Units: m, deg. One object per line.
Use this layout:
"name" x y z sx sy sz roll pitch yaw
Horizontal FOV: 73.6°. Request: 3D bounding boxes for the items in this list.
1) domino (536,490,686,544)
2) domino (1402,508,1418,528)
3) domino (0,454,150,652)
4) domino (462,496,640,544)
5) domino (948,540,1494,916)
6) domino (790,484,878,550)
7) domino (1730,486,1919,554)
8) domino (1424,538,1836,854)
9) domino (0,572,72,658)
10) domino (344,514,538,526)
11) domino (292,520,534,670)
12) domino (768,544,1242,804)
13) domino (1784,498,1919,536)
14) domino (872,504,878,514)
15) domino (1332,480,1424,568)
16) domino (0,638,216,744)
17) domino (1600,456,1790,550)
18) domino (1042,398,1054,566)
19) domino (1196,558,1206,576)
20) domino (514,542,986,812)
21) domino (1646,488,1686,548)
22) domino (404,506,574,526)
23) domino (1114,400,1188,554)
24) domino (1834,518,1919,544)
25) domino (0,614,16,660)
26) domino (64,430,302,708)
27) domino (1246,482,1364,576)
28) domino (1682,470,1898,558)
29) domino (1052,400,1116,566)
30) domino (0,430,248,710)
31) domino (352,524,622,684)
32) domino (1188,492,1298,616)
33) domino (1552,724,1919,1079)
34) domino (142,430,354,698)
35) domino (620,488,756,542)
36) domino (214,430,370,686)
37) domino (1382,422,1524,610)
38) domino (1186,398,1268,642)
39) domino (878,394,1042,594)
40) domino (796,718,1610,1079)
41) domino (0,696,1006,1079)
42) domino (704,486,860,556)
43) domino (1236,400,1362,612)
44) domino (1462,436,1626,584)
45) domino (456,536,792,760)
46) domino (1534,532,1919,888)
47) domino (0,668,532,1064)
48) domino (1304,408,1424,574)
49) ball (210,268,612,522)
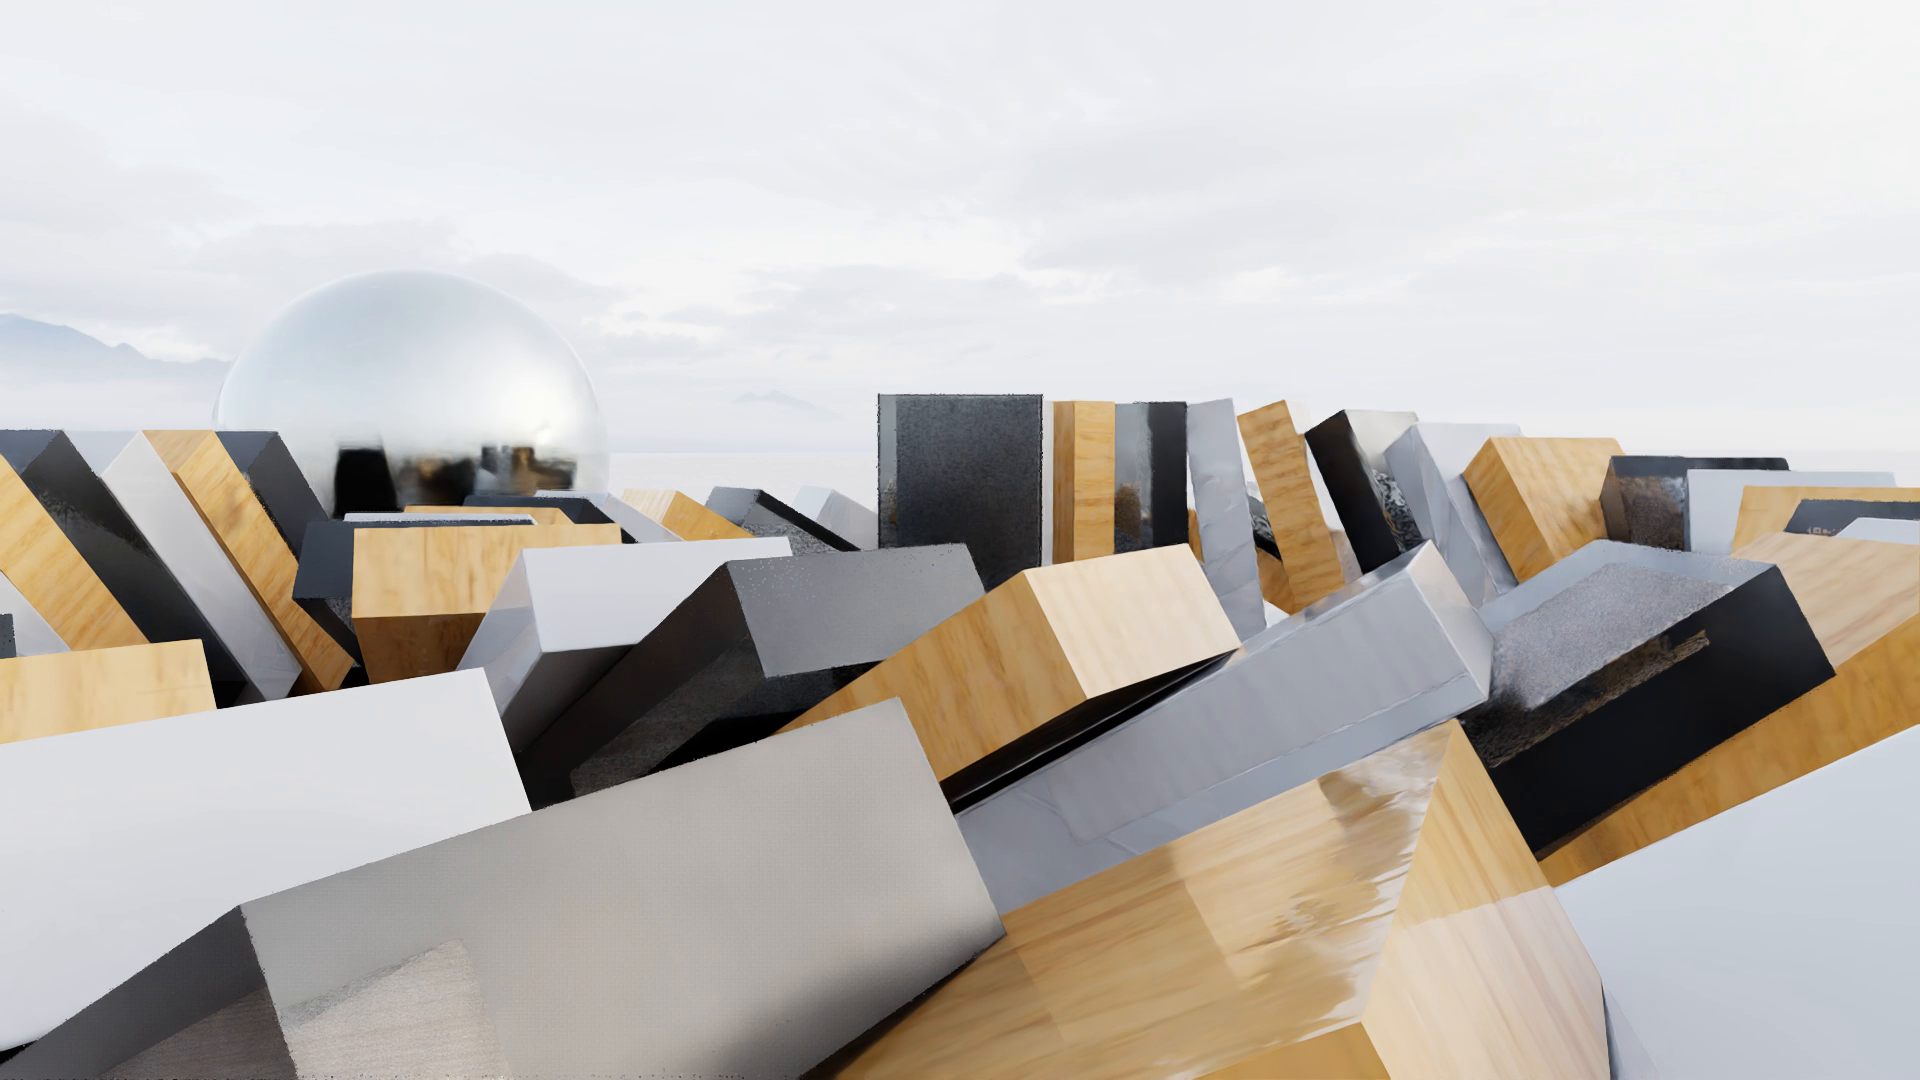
"domino" -0.059 0.007 0.252 0.025 0.010 0.050 3 -25 42
"domino" 0.127 0.004 0.288 0.025 0.010 0.050 -3 35 -36
"domino" -0.125 0.008 0.165 0.025 0.050 0.009 1 45 7
"domino" -0.064 0.008 0.230 0.025 0.010 0.050 2 -26 23
"domino" 0.016 0.018 0.102 0.050 0.010 0.025 -33 -9 22
"domino" -0.014 0.004 0.296 0.050 0.010 0.025 30 -7 -21
"domino" 0.104 0.013 0.152 0.025 0.010 0.050 3 41 37
"domino" 0.040 0.018 0.106 0.050 0.009 0.025 -31 4 1
"domino" -0.127 0.009 0.153 0.025 0.050 0.009 -1 44 8
"domino" -0.067 0.012 0.188 0.025 0.010 0.050 0 -26 5
"domino" -0.063 0.013 0.167 0.025 0.009 0.050 -1 -26 -4
"domino" -0.004 0.017 0.108 0.050 0.010 0.025 -35 -16 32
"domino" 0.094 0.015 0.134 0.050 0.009 0.025 -43 28 -28
"domino" 0.004 0.003 0.306 0.050 0.010 0.025 31 -3 -13
"domino" 0.107 0.003 0.298 0.050 0.010 0.025 37 23 27
"domino" -0.061 0.021 0.070 0.025 0.010 0.050 -5 -23 -47
"domino" 0.113 0.008 0.190 0.025 0.009 0.050 1 46 13
"domino" 0.003 0.001 0.221 0.025 0.050 0.009 2 5 21
"domino" 0.047 0.002 0.314 0.050 0.009 0.025 31 10 9
"domino" -0.022 0.017 0.118 0.025 0.010 0.050 -4 -25 -44
"domino" 0.153 0.007 0.256 0.025 0.010 0.050 -2 34 -22
"domino" -0.066 0.010 0.208 0.025 0.009 0.050 1 -26 12
"domino" 0.034 -0.001 0.246 0.009 0.050 0.025 -3 5 -16
"domino" 0.079 0.016 0.117 0.050 0.010 0.025 -34 13 -12
"domino" -0.078 0.020 0.083 0.025 0.010 0.050 -4 -23 -40
"domino" -0.122 0.006 0.190 0.025 0.050 0.010 0 45 8
"domino" 0.087 0.003 0.306 0.050 0.009 0.025 34 17 20
"domino" 0.111 0.010 0.171 0.025 0.009 0.050 2 43 26
"domino" 0.016 0.000 0.237 0.009 0.050 0.025 -3 5 -37
"domino" -0.124 0.007 0.178 0.025 0.050 0.009 1 45 7
"domino" -0.053 0.014 0.148 0.025 0.009 0.050 -2 -27 -19
"domino" 0.067 0.003 0.312 0.050 0.010 0.025 33 14 16
"domino" 0.016 0.023 0.040 0.050 0.010 0.025 -30 -2 13
"domino" -0.119 0.005 0.202 0.025 0.050 0.010 1 44 9
"domino" -0.046 0.006 0.269 0.050 0.010 0.025 34 -17 -33
"domino" -0.116 0.004 0.214 0.025 0.050 0.009 1 44 8
"domino" 0.096 0.003 0.225 0.025 0.050 0.009 -2 -31 -24
"domino" 0.052 -0.002 0.248 0.009 0.050 0.025 -9 2 12
"domino" 0.000 0.002 0.201 0.025 0.050 0.010 0 4 0
"domino" -0.006 0.023 0.042 0.050 0.009 0.025 -31 -8 24
"domino" -0.025 0.022 0.049 0.050 0.010 0.025 -31 -12 29
"domino" -0.031 0.005 0.282 0.050 0.010 0.025 32 -14 -30
"domino" 0.067 -0.001 0.245 0.009 0.050 0.025 -19 -4 23
"domino" 0.105 0.005 0.209 0.025 0.050 0.009 -1 -38 -14
"domino" -0.038 0.016 0.132 0.025 0.010 0.050 -3 -25 -35
"domino" 0.060 0.017 0.109 0.050 0.009 0.025 -32 7 -3
"domino" -0.044 0.022 0.059 0.050 0.009 0.025 -33 -16 34
"domino" 0.084 0.000 0.238 0.025 0.050 0.009 -3 -22 -41
"ball" -0.117 -0.018 0.279 0.080 0.080 0.080 0 4 0
